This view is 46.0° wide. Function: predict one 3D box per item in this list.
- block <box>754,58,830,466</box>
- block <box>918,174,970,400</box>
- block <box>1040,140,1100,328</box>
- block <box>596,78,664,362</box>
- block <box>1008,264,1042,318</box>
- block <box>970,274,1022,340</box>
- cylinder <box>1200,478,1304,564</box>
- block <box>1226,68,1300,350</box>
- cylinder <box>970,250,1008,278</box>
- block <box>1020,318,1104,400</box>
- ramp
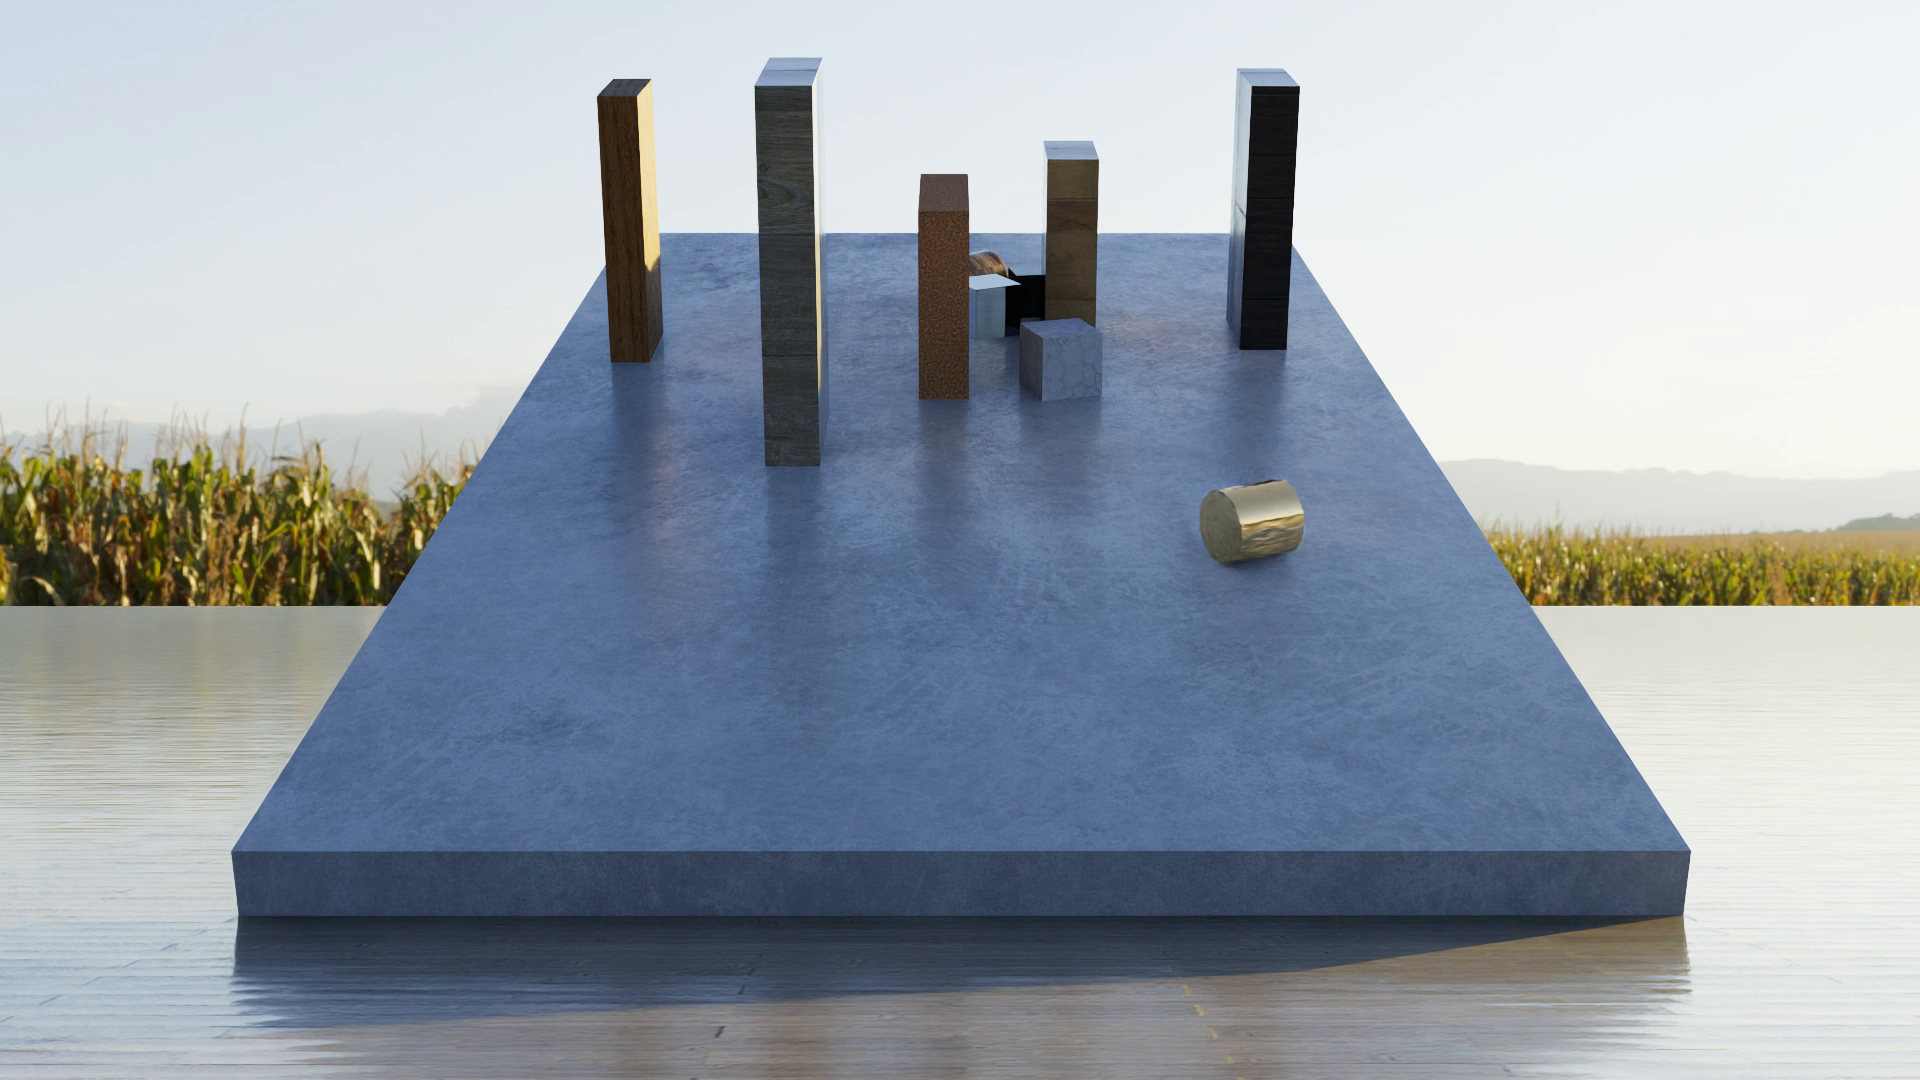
[{"bbox_3d":[-0.348,-0.590,4.759,0.114,0.784,0.399,0,20,0],"label":"block"},{"bbox_3d":[-0.037,-0.602,5.311,0.114,0.434,0.449,0,20,0],"label":"block"},{"bbox_3d":[0.274,-0.751,5.690,0.126,0.459,0.262,0,20,0],"label":"block"},{"bbox_3d":[-0.797,-0.776,5.490,0.094,0.638,0.277,0,20,0],"label":"block"},{"bbox_3d":[0.191,-0.651,5.922,0.112,0.112,0.112,-3,20,-9],"label":"block"},{"bbox_3d":[0.065,-0.589,5.724,0.130,0.130,0.130,-10,22,-27],"label":"block"},{"bbox_3d":[0.537,-0.035,4.175,0.138,0.138,0.138,-11,3,-26],"label":"cylinder"},{"bbox_3d":[0.748,-0.823,5.615,0.115,0.645,0.297,0,20,0],"label":"block"},{"bbox_3d":[0.028,-0.681,5.960,0.143,0.143,0.143,-2,13,46],"label":"cylinder"},{"bbox_3d":[0.232,-0.418,5.226,0.147,0.147,0.147,-7,21,-18],"label":"block"},{"bbox_3d":[-0.005,-0.205,4.999,2.000,0.100,4.000,0,20,0],"label":"ramp"}]
